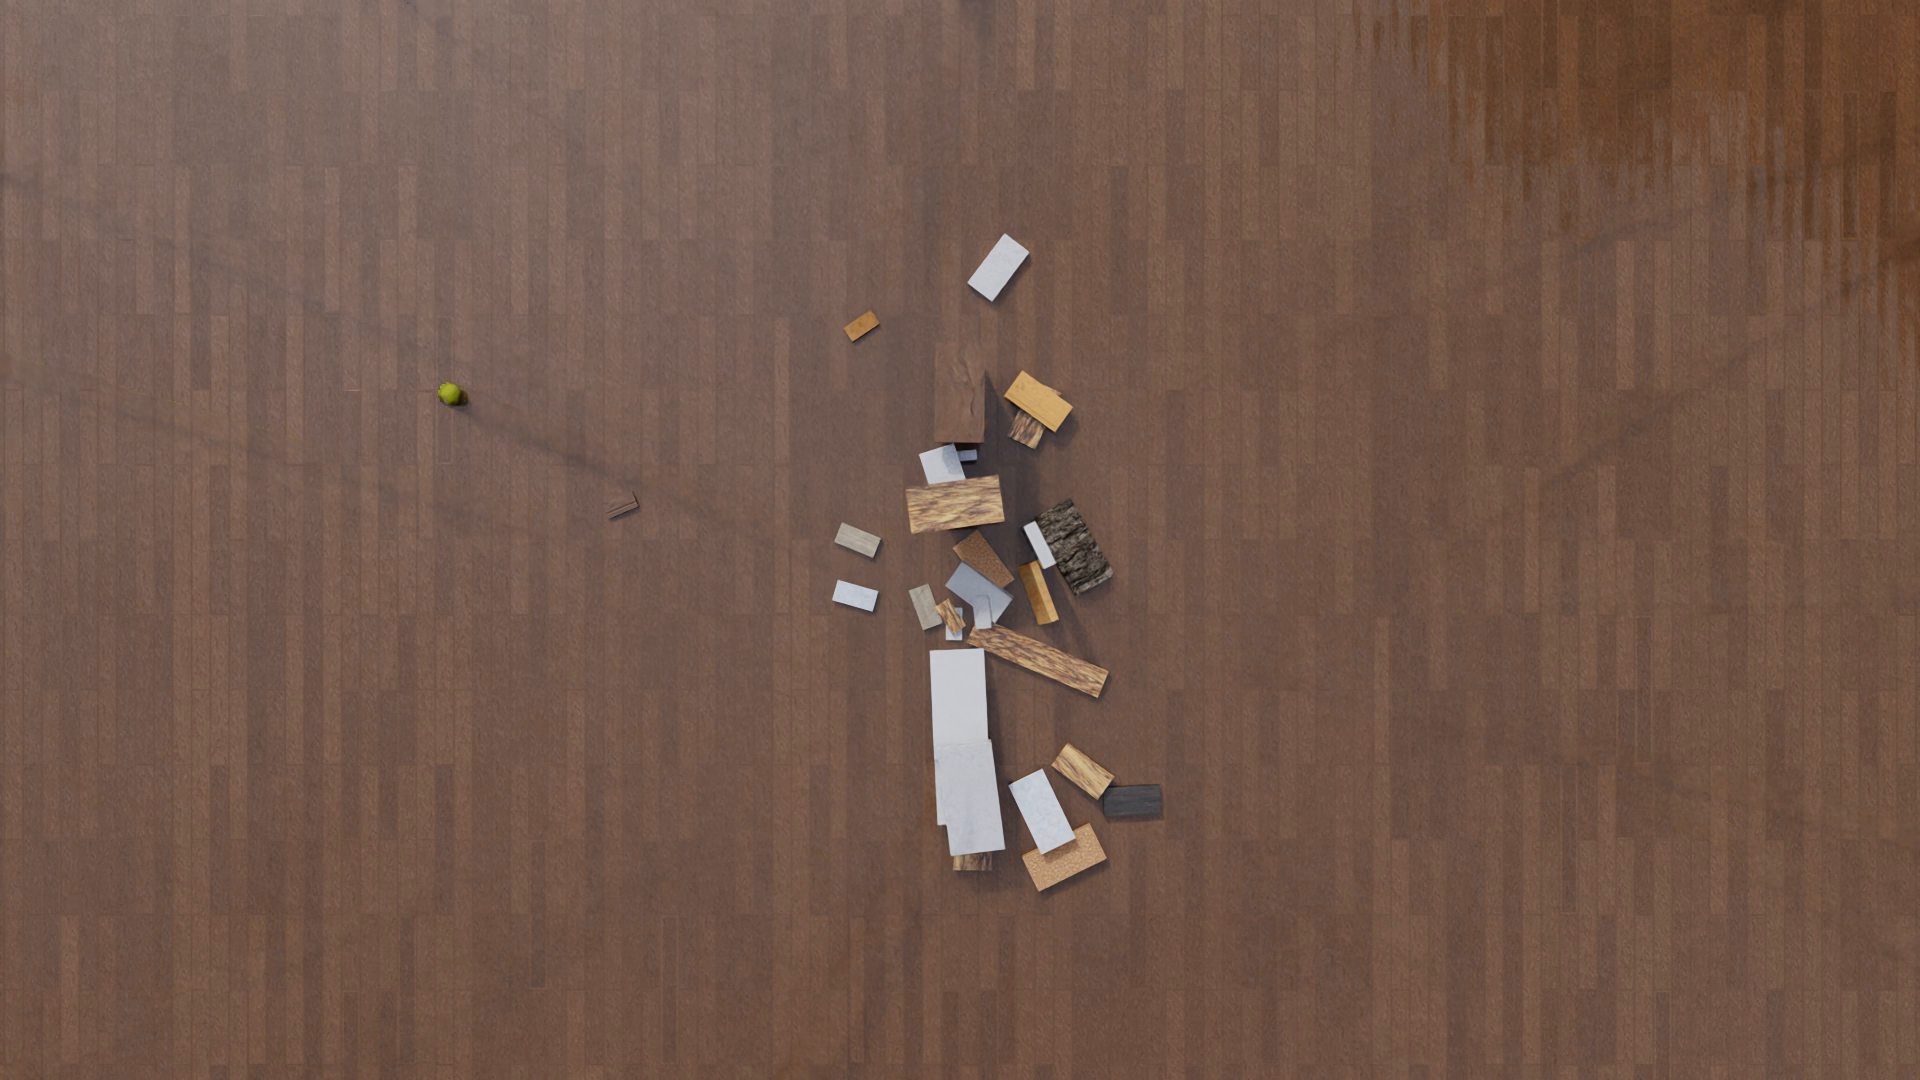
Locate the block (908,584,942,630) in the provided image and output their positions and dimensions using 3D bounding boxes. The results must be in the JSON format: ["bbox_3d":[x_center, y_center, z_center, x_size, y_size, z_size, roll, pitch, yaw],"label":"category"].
[{"bbox_3d":[-0.114,0.222,5.490,0.070,0.020,0.139,-20,90,0],"label":"block"}]

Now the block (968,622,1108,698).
[{"bbox_3d":[0.258,0.388,5.487,0.472,0.027,0.095,23,90,0],"label":"block"}]

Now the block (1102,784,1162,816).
[{"bbox_3d":[0.571,0.865,5.487,0.189,0.027,0.095,-3,90,0],"label":"block"}]

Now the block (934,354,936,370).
[{"bbox_3d":[-0.002,-0.564,5.345,0.155,0.311,0.044,0,90,0],"label":"block"}]

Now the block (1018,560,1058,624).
[{"bbox_3d":[0.257,0.175,5.447,0.029,0.103,0.206,-20,90,-23],"label":"block"}]

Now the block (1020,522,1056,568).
[{"bbox_3d":[0.250,0.016,5.338,0.042,0.325,0.148,-26,90,0],"label":"block"}]

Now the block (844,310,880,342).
[{"bbox_3d":[-0.327,-0.712,5.492,0.109,0.015,0.054,-34,90,0],"label":"block"}]

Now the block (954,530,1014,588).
[{"bbox_3d":[0.078,0.078,5.485,0.103,0.029,0.206,-37,90,0],"label":"block"}]

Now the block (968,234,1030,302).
[{"bbox_3d":[0.127,-0.904,5.485,0.103,0.029,0.206,37,90,0],"label":"block"}]

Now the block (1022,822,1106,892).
[{"bbox_3d":[0.346,1.054,5.482,0.251,0.036,0.126,-26,90,0],"label":"block"}]

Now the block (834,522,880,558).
[{"bbox_3d":[-0.341,0.000,5.490,0.140,0.020,0.070,22,90,0],"label":"block"}]

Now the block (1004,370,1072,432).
[{"bbox_3d":[0.259,-0.458,5.456,0.206,0.029,0.103,36,90,0],"label":"block"}]

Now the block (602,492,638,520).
[{"bbox_3d":[-1.130,-0.116,5.492,0.109,0.015,0.054,-23,90,0],"label":"block"}]

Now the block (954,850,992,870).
[{"bbox_3d":[0.043,0.969,5.482,0.126,0.036,0.251,1,90,0],"label":"block"}]

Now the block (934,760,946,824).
[{"bbox_3d":[0.007,0.756,5.451,0.178,0.050,0.356,-3,82,0],"label":"block"}]

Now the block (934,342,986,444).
[{"bbox_3d":[0.000,-0.460,5.168,0.155,0.044,0.311,1,90,0],"label":"block"}]

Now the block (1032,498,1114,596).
[{"bbox_3d":[0.374,0.024,5.479,0.148,0.042,0.295,-30,90,0],"label":"block"}]

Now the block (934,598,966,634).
[{"bbox_3d":[-0.032,0.253,5.475,0.054,0.015,0.108,-34,91,-4],"label":"block"}]

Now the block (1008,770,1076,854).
[{"bbox_3d":[0.272,0.899,5.463,0.126,0.036,0.251,-26,81,0],"label":"block"}]

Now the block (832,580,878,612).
[{"bbox_3d":[-0.348,0.185,5.490,0.140,0.020,0.070,16,90,0],"label":"block"}]

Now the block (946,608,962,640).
[{"bbox_3d":[-0.020,0.279,5.492,0.054,0.015,0.108,0,90,0],"label":"block"}]

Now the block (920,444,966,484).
[{"bbox_3d":[-0.039,-0.180,5.251,0.116,0.033,0.232,-18,90,0],"label":"block"}]

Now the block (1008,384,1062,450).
[{"bbox_3d":[0.246,-0.416,5.485,0.103,0.029,0.206,25,90,0],"label":"block"}]

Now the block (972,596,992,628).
[{"bbox_3d":[0.073,0.238,5.448,0.054,0.015,0.108,-4,100,16],"label":"block"}]

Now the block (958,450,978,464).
[{"bbox_3d":[-0.005,-0.268,5.384,0.116,0.232,0.033,-5,90,0],"label":"block"}]

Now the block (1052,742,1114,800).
[{"bbox_3d":[0.408,0.766,5.473,0.189,0.027,0.094,36,90,9],"label":"block"}]

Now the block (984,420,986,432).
[{"bbox_3d":[0.005,-0.368,5.345,0.155,0.311,0.044,9,90,0],"label":"block"}]

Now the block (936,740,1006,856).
[{"bbox_3d":[0.036,0.838,5.367,0.178,0.050,0.356,-7,96,0],"label":"block"}]

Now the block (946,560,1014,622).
[{"bbox_3d":[0.065,0.170,5.460,0.206,0.029,0.103,37,108,6],"label":"block"}]

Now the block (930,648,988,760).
[{"bbox_3d":[-0.003,0.540,5.430,0.178,0.050,0.356,-3,81,0],"label":"block"}]

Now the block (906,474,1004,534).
[{"bbox_3d":[-0.016,-0.112,5.214,0.295,0.042,0.148,-8,90,0],"label":"block"}]
